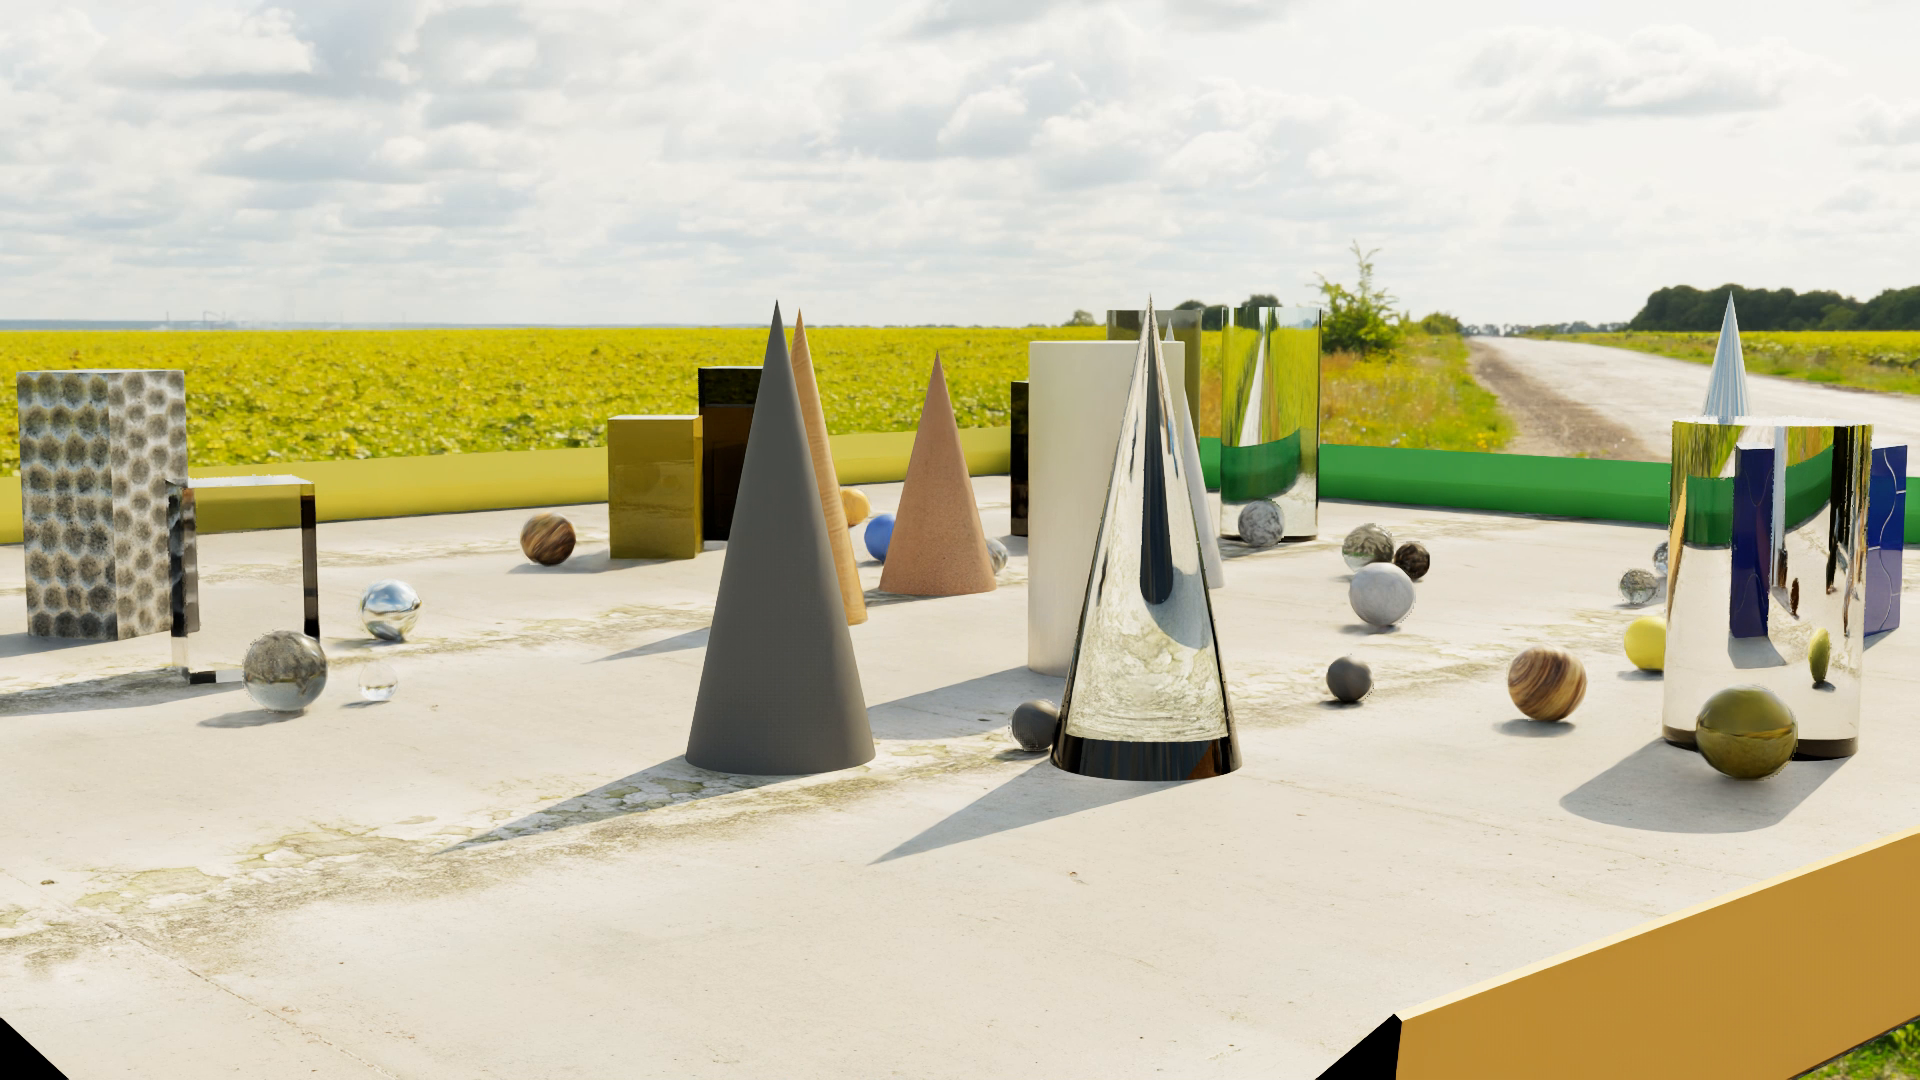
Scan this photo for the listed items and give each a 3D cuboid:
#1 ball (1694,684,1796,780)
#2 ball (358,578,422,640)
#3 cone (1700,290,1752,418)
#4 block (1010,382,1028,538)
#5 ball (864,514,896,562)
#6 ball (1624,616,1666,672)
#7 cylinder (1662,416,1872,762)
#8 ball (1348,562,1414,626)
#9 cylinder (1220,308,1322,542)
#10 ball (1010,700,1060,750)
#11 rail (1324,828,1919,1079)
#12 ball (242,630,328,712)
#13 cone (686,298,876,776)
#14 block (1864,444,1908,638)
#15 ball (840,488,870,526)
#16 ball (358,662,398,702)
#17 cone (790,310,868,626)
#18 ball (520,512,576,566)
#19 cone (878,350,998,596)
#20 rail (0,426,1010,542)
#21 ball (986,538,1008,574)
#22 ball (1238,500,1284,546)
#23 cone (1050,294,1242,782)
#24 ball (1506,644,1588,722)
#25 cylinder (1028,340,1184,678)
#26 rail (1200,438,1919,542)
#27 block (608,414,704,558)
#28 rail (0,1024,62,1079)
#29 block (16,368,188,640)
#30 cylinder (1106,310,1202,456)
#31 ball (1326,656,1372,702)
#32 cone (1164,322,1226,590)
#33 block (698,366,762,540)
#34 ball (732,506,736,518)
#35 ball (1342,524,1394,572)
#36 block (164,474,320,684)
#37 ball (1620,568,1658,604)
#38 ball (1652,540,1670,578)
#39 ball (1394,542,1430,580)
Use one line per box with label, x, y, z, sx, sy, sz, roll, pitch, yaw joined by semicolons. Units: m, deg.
ball;0.744;0.181;2.082;0.091;0.091;0.091;0;6;0
ball;-0.765;0.093;2.953;0.083;0.083;0.083;0;6;0
cone;1.279;-0.179;3.672;0.190;0.474;0.190;0;6;0
block;0.204;-0.157;4.291;0.152;0.301;0.152;-4;7;-31
ball;-0.125;-0.004;3.862;0.086;0.086;0.086;0;6;0
ball;0.851;0.128;2.702;0.068;0.068;0.068;0;6;0
cylinder;0.821;0.044;2.243;0.190;0.330;0.190;0;6;0
ball;0.592;0.076;3.092;0.090;0.090;0.090;0;6;0
cylinder;0.600;-0.226;4.254;0.190;0.446;0.190;0;6;0
ball;0.077;0.187;2.222;0.051;0.051;0.051;0;6;0
rail;1.242;0.173;1.994;3.821;0.123;0.045;-6;8;-42
ball;-0.745;0.145;2.430;0.091;0.091;0.091;0;6;0
cone;-0.179;-0.011;2.172;0.190;0.455;0.190;0;6;0
block;1.207;-0.005;3.059;0.152;0.256;0.152;6;8;43
ball;-0.224;-0.067;4.503;0.078;0.078;0.078;0;6;0
ball;-0.661;0.161;2.496;0.044;0.044;0.044;0;6;0
cone;-0.226;-0.108;3.127;0.190;0.447;0.190;0;6;0
ball;-0.713;-0.002;3.805;0.095;0.095;0.095;0;6;0
cone;-0.035;-0.113;3.492;0.190;0.381;0.190;0;6;0
rail;-1.242;-0.109;4.671;3.821;0.123;0.045;-6;8;-42
ball;0.050;0.027;3.686;0.061;0.061;0.061;0;6;0
ball;0.562;-0.031;4.110;0.088;0.088;0.088;0;6;0
cone;0.183;-0.012;2.145;0.190;0.462;0.190;0;6;0
ball;0.634;0.154;2.375;0.084;0.084;0.084;0;6;0
cylinder;0.179;-0.042;2.709;0.190;0.403;0.190;0;6;0
rail;1.387;-0.102;4.605;0.045;0.123;3.710;-6;8;-42
block;-0.549;-0.098;3.980;0.152;0.249;0.152;0;6;-1
rail;-1.387;0.166;2.060;0.045;0.123;3.710;-6;8;-42
block;-1.175;-0.053;3.028;0.152;0.359;0.152;2;6;20
cylinder;0.388;-0.241;4.420;0.190;0.440;0.190;0;6;0
ball;0.442;0.157;2.497;0.052;0.052;0.052;0;6;0
cone;0.335;-0.142;3.537;0.190;0.428;0.190;0;6;0
block;-0.411;-0.170;4.270;0.152;0.330;0.152;1;6;10
ball;-0.450;-0.055;4.551;0.044;0.044;0.044;0;6;0
ball;0.679;0.018;3.660;0.085;0.085;0.085;0;6;0
block;-0.881;0.044;2.698;0.152;0.234;0.152;-3;7;-27
ball;1.025;0.069;3.323;0.054;0.054;0.054;0;6;0
ball;1.177;0.031;3.628;0.065;0.065;0.065;0;6;0
ball;0.744;0.035;3.618;0.060;0.060;0.060;0;6;0
